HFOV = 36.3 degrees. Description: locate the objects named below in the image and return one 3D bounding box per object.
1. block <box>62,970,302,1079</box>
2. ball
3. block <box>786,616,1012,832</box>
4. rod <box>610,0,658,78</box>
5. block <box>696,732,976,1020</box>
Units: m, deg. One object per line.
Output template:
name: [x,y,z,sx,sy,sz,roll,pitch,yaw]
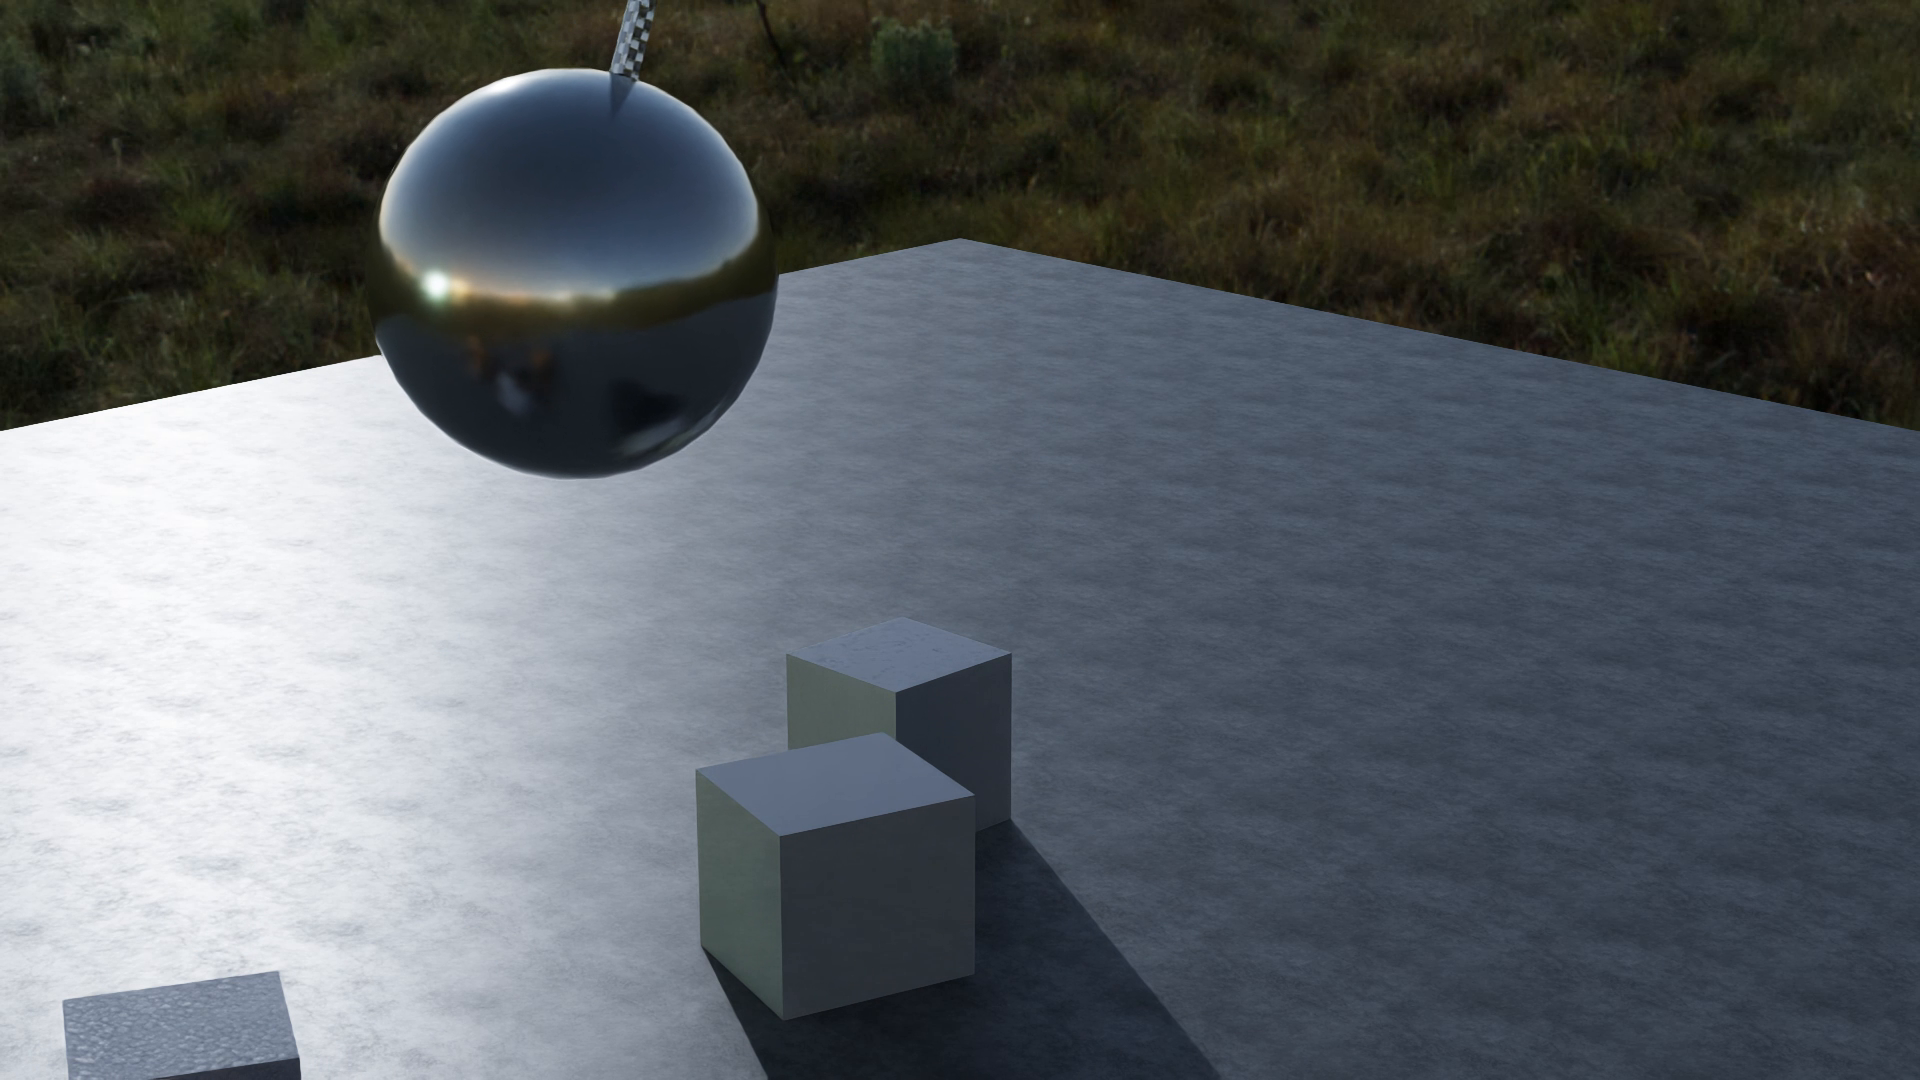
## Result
block: [-2.776,2.079,10.522,0.770,0.724,0.726,-6,18,-17]
ball: [-1.509,-1.033,11.435,1.600,1.600,1.600,0,17,0]
block: [-0.287,0.936,13.958,0.760,0.844,0.745,-17,24,-42]
rod: [-0.654,-4.321,11.298,0.080,5.200,0.080,17,3,42]
block: [-0.532,1.411,12.486,0.902,0.821,0.831,-9,20,-27]
